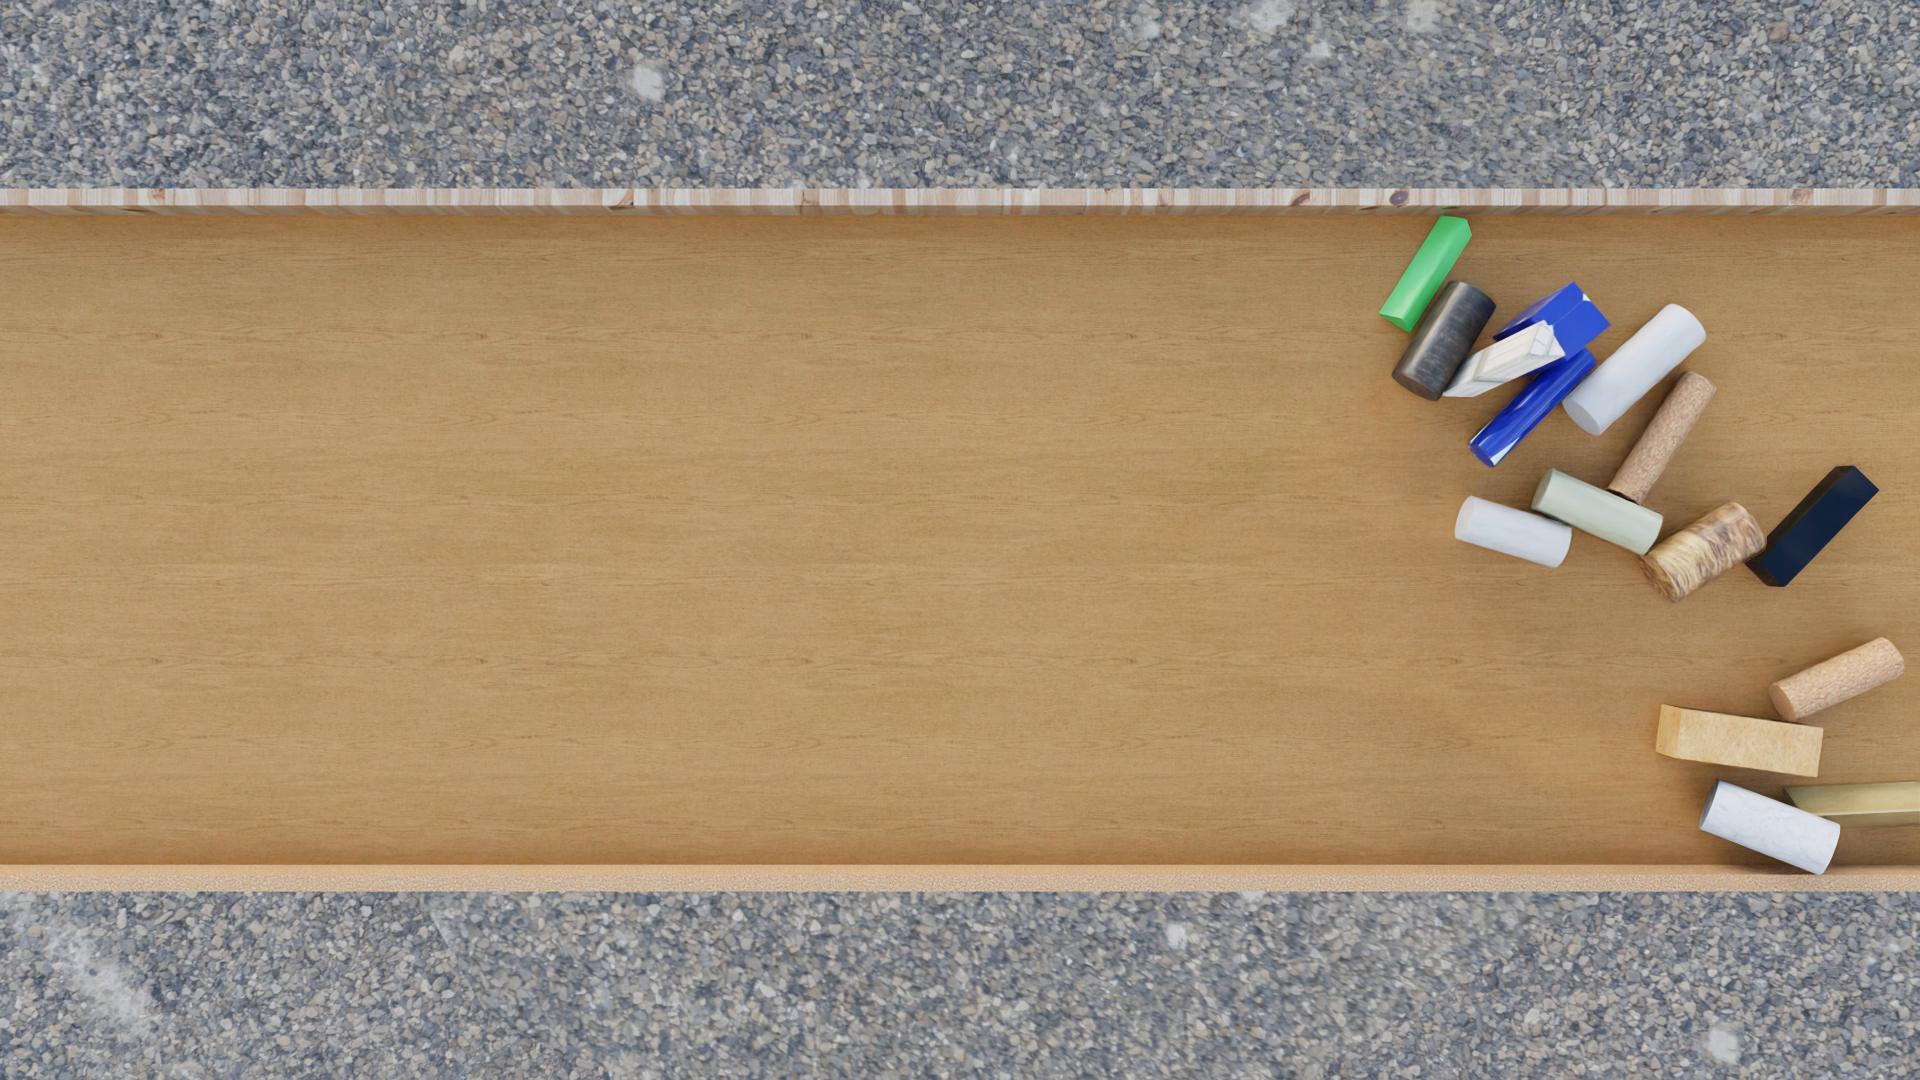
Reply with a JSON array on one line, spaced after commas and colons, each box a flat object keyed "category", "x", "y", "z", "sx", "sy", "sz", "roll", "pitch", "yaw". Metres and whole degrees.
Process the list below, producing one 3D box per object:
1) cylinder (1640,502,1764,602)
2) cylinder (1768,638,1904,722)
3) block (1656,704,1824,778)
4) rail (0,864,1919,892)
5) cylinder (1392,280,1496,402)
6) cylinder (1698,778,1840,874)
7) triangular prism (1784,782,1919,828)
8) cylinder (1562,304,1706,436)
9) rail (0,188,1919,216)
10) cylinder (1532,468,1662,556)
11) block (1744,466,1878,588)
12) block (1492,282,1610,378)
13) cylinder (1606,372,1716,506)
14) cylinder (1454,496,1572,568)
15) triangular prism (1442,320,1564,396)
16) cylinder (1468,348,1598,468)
[{"category": "cylinder", "x": 2.243, "y": 0.036, "z": 4.991, "sx": 0.308, "sy": 0.170, "sz": 0.170, "roll": -31, "pitch": 90, "yaw": 0}, {"category": "cylinder", "x": 2.663, "y": 0.425, "z": 5.013, "sx": 0.359, "sy": 0.127, "sz": 0.127, "roll": -23, "pitch": 90, "yaw": 0}, {"category": "block", "x": 2.360, "y": 0.607, "z": 5.003, "sx": 0.425, "sy": 0.148, "sz": 0.148, "roll": 8, "pitch": 90, "yaw": 0}, {"category": "rail", "x": -2.247, "y": 1.025, "z": 5.001, "sx": 12.000, "sy": 0.150, "sz": 0.050, "roll": 0, "pitch": 90, "yaw": 0}, {"category": "cylinder", "x": 1.465, "y": -0.602, "z": 4.996, "sx": 0.162, "sy": 0.162, "sz": 0.329, "roll": 32, "pitch": 90, "yaw": 0}, {"category": "cylinder", "x": 2.422, "y": 0.858, "z": 4.944, "sx": 0.346, "sy": 0.163, "sz": 0.163, "roll": 21, "pitch": 90, "yaw": 19}, {"category": "triangular prism", "x": 2.742, "y": 0.818, "z": 5.017, "sx": 0.414, "sy": 0.112, "sz": 0.130, "roll": -3, "pitch": 90, "yaw": 0}, {"category": "cylinder", "x": 2.042, "y": -0.516, "z": 5.000, "sx": 0.427, "sy": 0.153, "sz": 0.153, "roll": -42, "pitch": 90, "yaw": 0}, {"category": "rail", "x": -2.247, "y": -1.025, "z": 5.002, "sx": 12.000, "sy": 0.150, "sz": 0.050, "roll": 0, "pitch": 90, "yaw": 0}, {"category": "cylinder", "x": 1.926, "y": -0.086, "z": 4.995, "sx": 0.349, "sy": 0.135, "sz": 0.135, "roll": 24, "pitch": 90, "yaw": 5}, {"category": "block", "x": 2.589, "y": -0.042, "z": 5.023, "sx": 0.108, "sy": 0.108, "sz": 0.409, "roll": 44, "pitch": 90, "yaw": 0}, {"category": "block", "x": 1.748, "y": -0.620, "z": 4.892, "sx": 0.162, "sy": 0.363, "sz": 0.162, "roll": -40, "pitch": 88, "yaw": 0}, {"category": "cylinder", "x": 2.134, "y": -0.306, "z": 5.022, "sx": 0.109, "sy": 0.109, "sz": 0.426, "roll": 33, "pitch": 90, "yaw": 0}, {"category": "cylinder", "x": 1.678, "y": -0.026, "z": 5.008, "sx": 0.306, "sy": 0.137, "sz": 0.137, "roll": 17, "pitch": 90, "yaw": 0}, {"category": "triangular prism", "x": 1.589, "y": -0.533, "z": 4.864, "sx": 0.116, "sy": 0.434, "sz": 0.101, "roll": 0, "pitch": 79, "yaw": -18}, {"category": "cylinder", "x": 1.743, "y": -0.413, "z": 5.024, "sx": 0.438, "sy": 0.105, "sz": 0.105, "roll": -45, "pitch": 90, "yaw": 0}]
